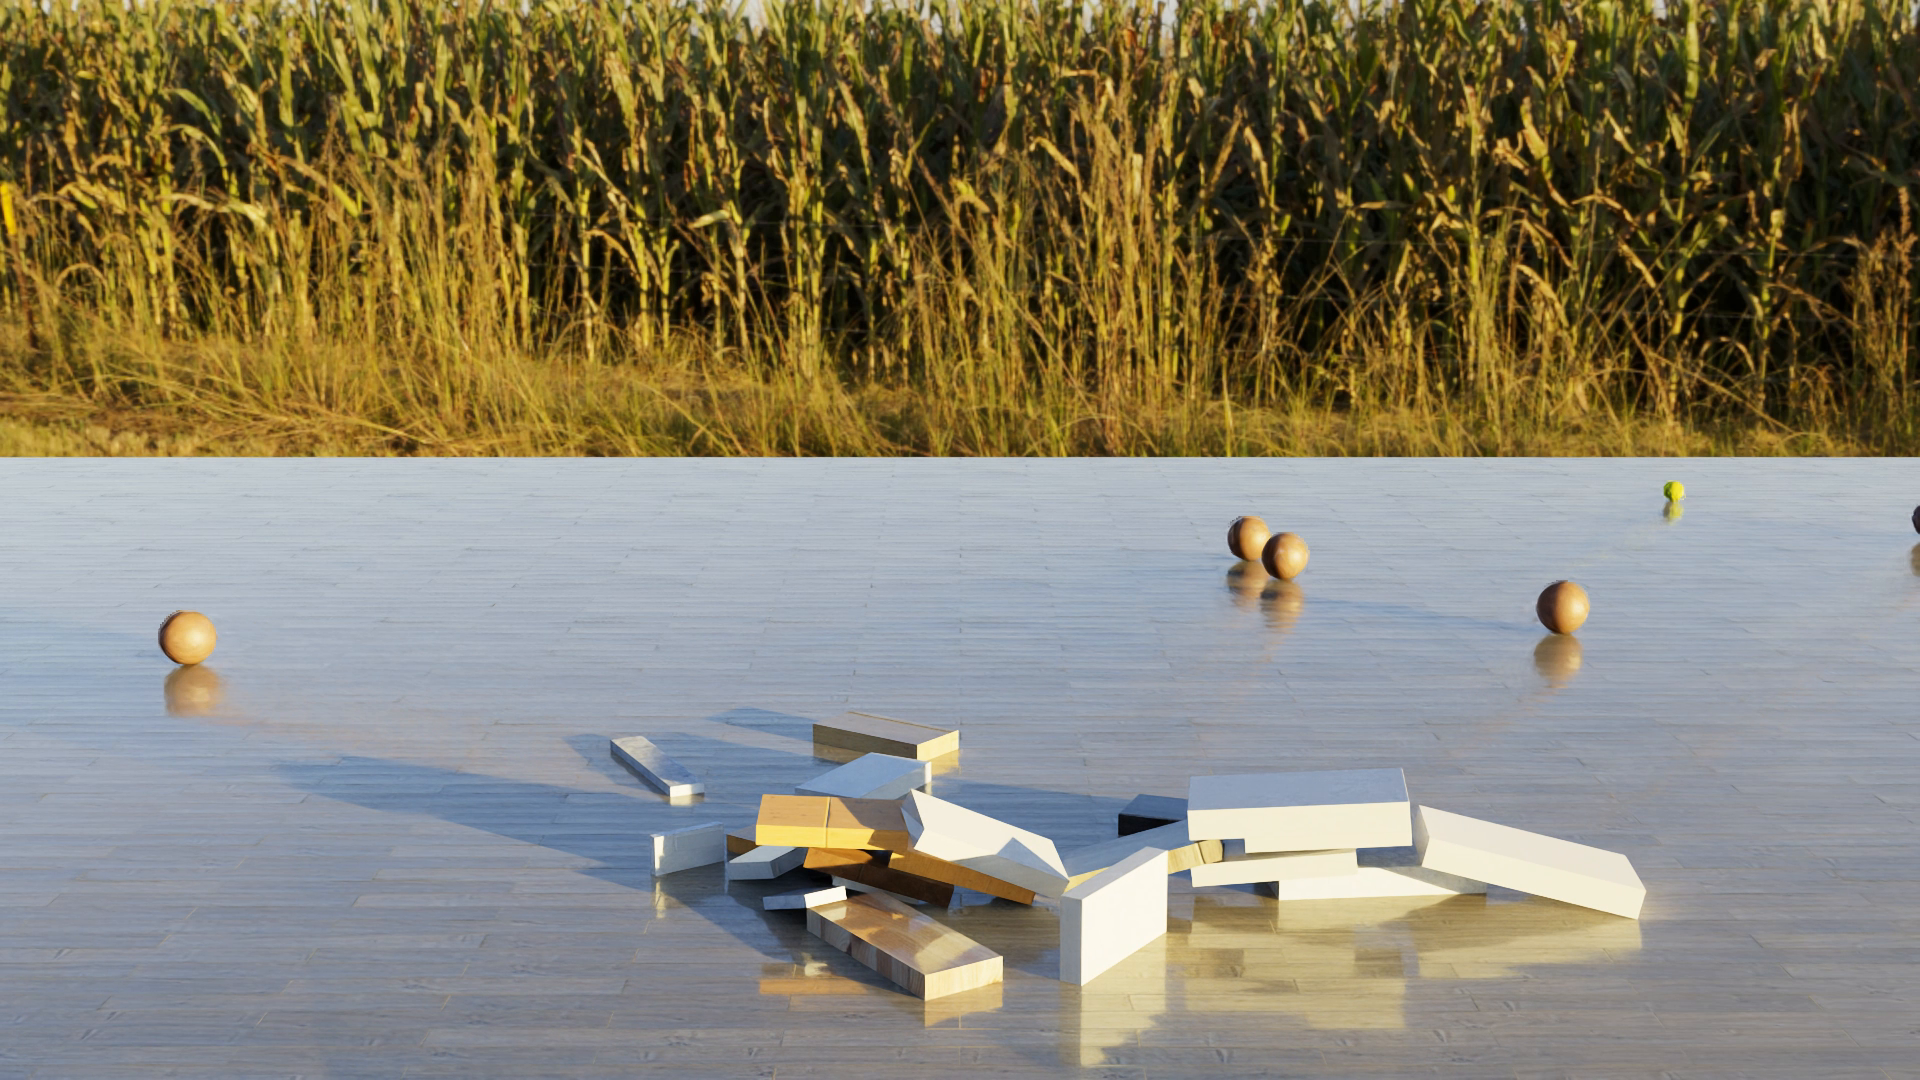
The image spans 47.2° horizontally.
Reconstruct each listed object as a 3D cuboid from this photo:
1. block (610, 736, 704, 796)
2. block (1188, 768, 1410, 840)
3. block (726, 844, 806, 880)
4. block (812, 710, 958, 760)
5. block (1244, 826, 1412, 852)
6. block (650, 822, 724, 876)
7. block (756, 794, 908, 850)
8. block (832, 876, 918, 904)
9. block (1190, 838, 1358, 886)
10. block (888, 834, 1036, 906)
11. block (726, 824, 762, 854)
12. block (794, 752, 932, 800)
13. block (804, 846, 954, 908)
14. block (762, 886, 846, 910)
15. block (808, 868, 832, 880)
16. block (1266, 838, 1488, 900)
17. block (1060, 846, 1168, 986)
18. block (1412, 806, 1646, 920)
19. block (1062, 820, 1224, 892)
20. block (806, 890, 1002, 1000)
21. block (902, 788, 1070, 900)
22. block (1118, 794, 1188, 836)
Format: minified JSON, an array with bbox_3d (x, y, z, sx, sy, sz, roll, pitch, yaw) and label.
[{"bbox_3d":[-0.607,0.448,4.380,0.068,0.019,0.374,-5,12,-26],"label":"block"},{"bbox_3d":[0.557,0.435,3.629,0.354,0.050,0.177,-3,12,8],"label":"block"},{"bbox_3d":[-0.292,0.534,3.783,0.105,0.030,0.210,-9,7,39],"label":"block"},{"bbox_3d":[-0.155,0.406,4.554,0.275,0.039,0.137,8,13,36],"label":"block"},{"bbox_3d":[0.607,0.471,3.648,0.268,0.038,0.134,-4,12,7],"label":"block"},{"bbox_3d":[-0.471,0.532,3.797,0.135,0.067,0.019,-8,13,-35],"label":"block"},{"bbox_3d":[-0.207,0.465,3.621,0.246,0.035,0.123,2,17,-1],"label":"block"},{"bbox_3d":[-0.139,0.561,3.634,0.146,0.021,0.073,15,16,-10],"label":"block"},{"bbox_3d":[0.521,0.524,3.650,0.268,0.038,0.134,-6,11,9],"label":"block"},{"bbox_3d":[0.003,0.533,3.653,0.246,0.035,0.123,16,16,-7],"label":"block"},{"bbox_3d":[-0.307,0.525,3.938,0.105,0.030,0.210,8,13,37],"label":"block"},{"bbox_3d":[-0.184,0.468,4.217,0.137,0.039,0.275,6,12,29],"label":"block"},{"bbox_3d":[-0.132,0.533,3.635,0.246,0.035,0.123,17,16,-4],"label":"block"},{"bbox_3d":[-0.252,0.579,3.552,0.073,0.021,0.146,-7,-6,-33],"label":"block"},{"bbox_3d":[-0.178,0.534,3.813,0.105,0.030,0.210,-11,6,19],"label":"block"},{"bbox_3d":[0.695,0.552,3.738,0.354,0.050,0.177,-1,11,-6],"label":"block"},{"bbox_3d":[0.238,0.575,3.381,0.038,0.135,0.269,7,12,32],"label":"block"},{"bbox_3d":[0.936,0.531,3.641,0.354,0.050,0.177,13,12,4],"label":"block"},{"bbox_3d":[0.303,0.527,3.666,0.268,0.038,0.134,-17,9,11],"label":"block"},{"bbox_3d":[-0.090,0.621,3.393,0.137,0.039,0.347,-7,13,-33],"label":"block"},{"bbox_3d":[0.041,0.499,3.607,0.269,0.038,0.135,22,16,-19],"label":"block"},{"bbox_3d":[0.436,0.511,3.988,0.269,0.038,0.135,4,11,20],"label":"block"}]
